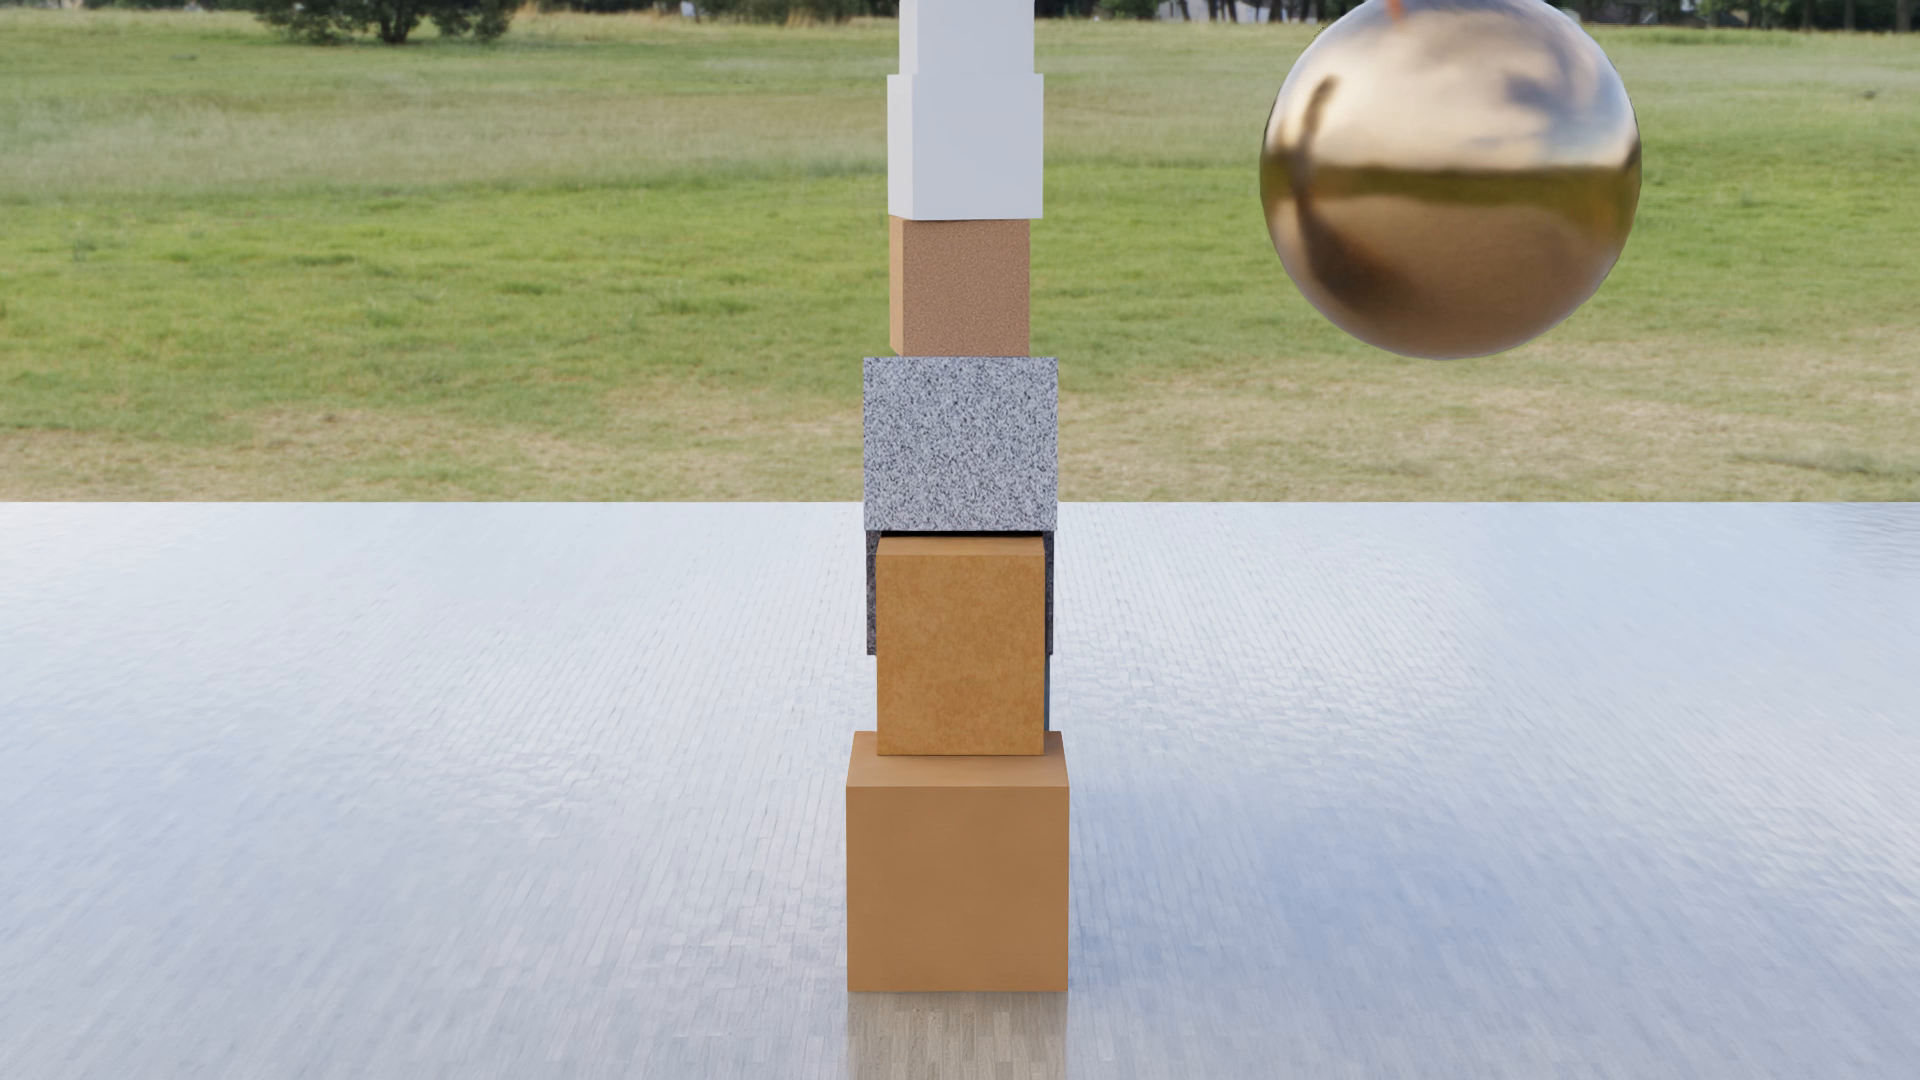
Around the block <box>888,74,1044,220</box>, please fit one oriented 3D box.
[{"bbox_3d":[0.016,-1.689,10.987,0.556,0.601,0.601,-2,10,-11],"label":"block"}]

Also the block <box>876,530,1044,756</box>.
[{"bbox_3d":[0.005,0.402,10.498,0.665,0.811,0.665,0,10,1],"label":"block"}]

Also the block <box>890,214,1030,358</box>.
[{"bbox_3d":[-0.008,-1.105,11.079,0.539,0.582,0.558,-1,10,-7],"label":"block"}]

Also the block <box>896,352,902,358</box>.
[{"bbox_3d":[0.010,-0.641,11.581,0.583,0.505,0.500,0,10,0],"label":"block"}]

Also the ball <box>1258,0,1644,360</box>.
[{"bbox_3d":[2.074,-1.563,10.896,1.600,1.600,1.600,0,10,0],"label":"ball"}]

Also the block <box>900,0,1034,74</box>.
[{"bbox_3d":[0.024,-2.202,10.915,0.493,0.434,0.502,-2,10,-10],"label":"block"}]

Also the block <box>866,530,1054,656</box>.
[{"bbox_3d":[-0.003,0.010,11.865,0.840,0.878,0.842,0,10,0],"label":"block"}]

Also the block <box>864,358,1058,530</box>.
[{"bbox_3d":[0.004,-0.415,10.893,0.793,0.706,0.851,0,3,0],"label":"block"}]

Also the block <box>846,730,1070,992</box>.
[{"bbox_3d":[-0.009,1.270,10.289,0.856,0.820,0.844,0,10,0],"label":"block"}]

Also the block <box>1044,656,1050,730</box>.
[{"bbox_3d":[0.015,0.821,12.456,0.810,0.928,0.834,0,10,0],"label":"block"}]
